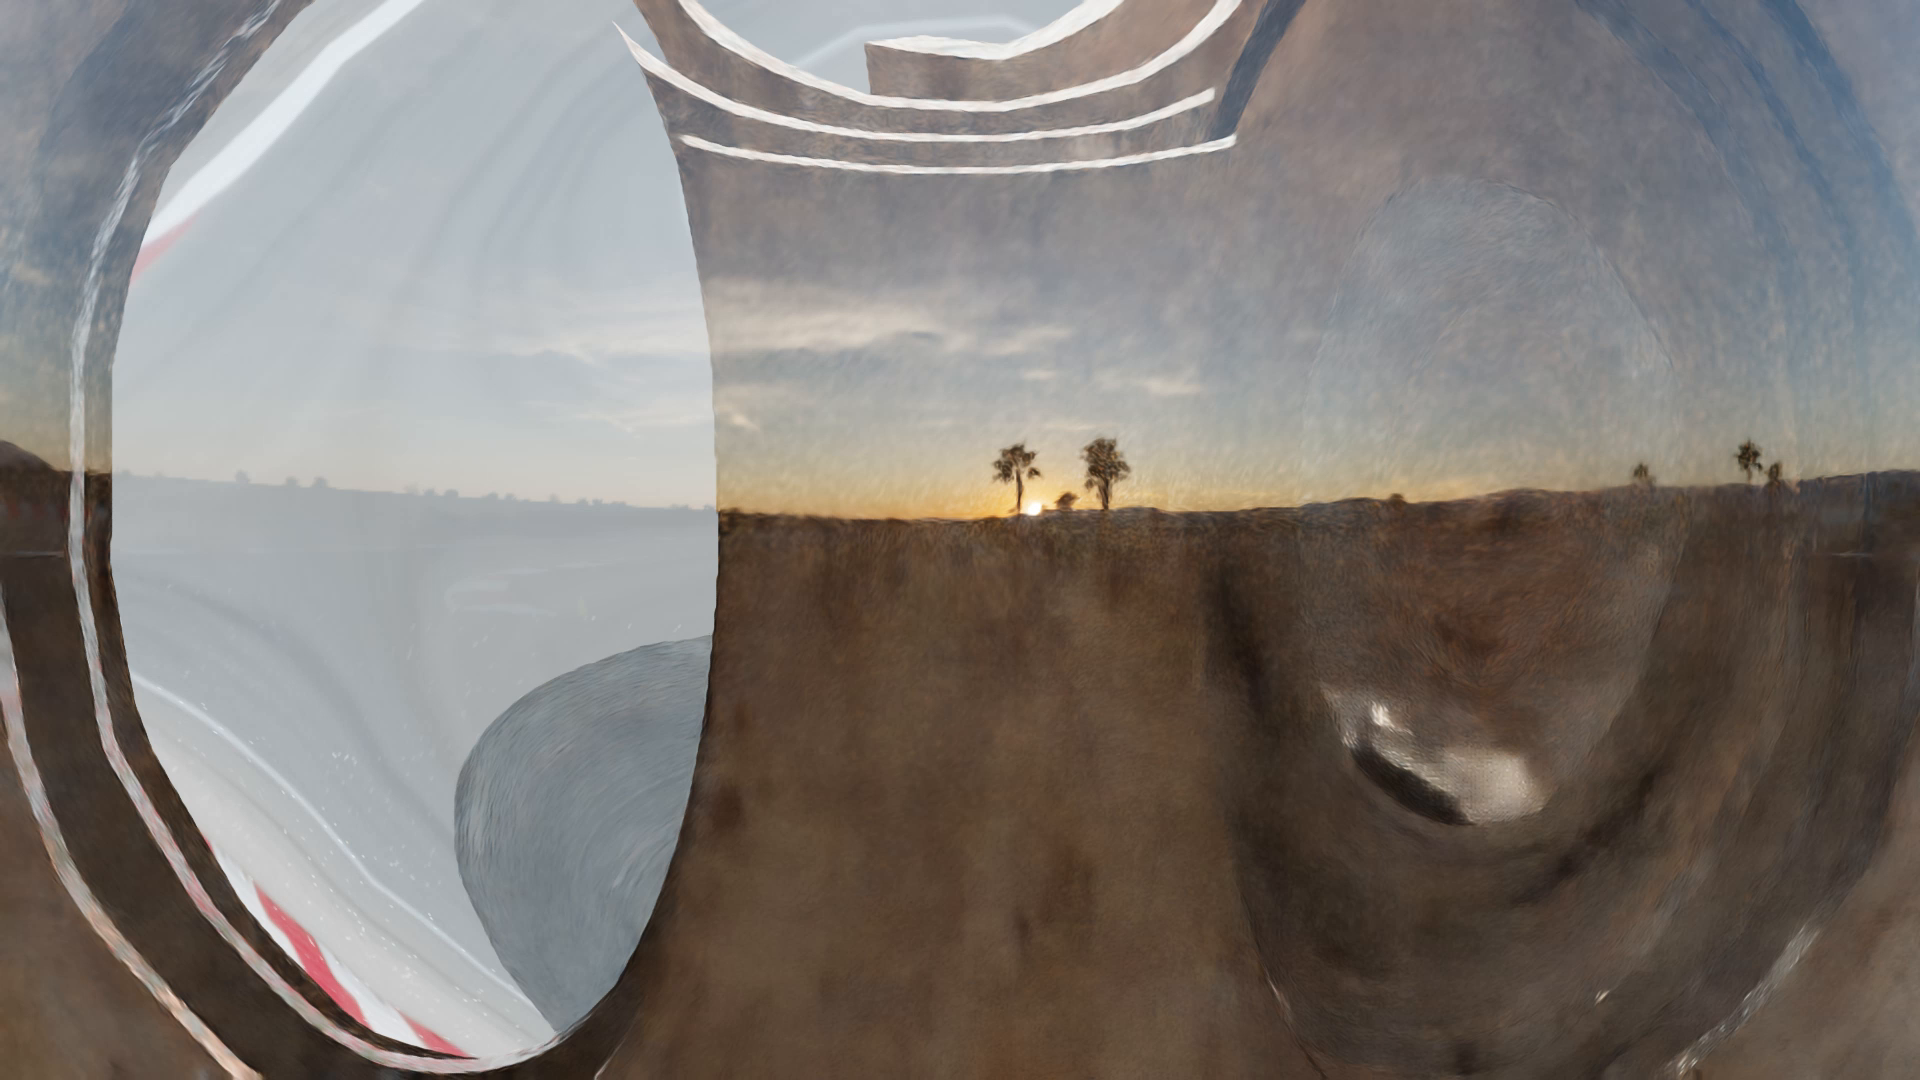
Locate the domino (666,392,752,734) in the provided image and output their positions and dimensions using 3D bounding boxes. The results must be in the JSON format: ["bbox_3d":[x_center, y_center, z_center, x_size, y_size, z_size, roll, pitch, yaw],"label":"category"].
[{"bbox_3d":[-0.039,0.003,0.199,0.010,0.050,0.025,0,4,-4],"label":"domino"}]

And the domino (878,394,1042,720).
[{"bbox_3d":[0.000,0.002,0.201,0.025,0.050,0.009,0,4,0],"label":"domino"}]

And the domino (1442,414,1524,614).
[{"bbox_3d":[0.134,-0.007,0.330,0.025,0.050,0.010,-4,6,-44],"label":"domino"}]

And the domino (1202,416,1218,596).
[{"bbox_3d":[0.068,-0.010,0.371,0.009,0.050,0.025,1,4,14],"label":"domino"}]

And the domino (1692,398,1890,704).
[{"bbox_3d":[0.143,0.001,0.222,0.010,0.050,0.025,-2,5,-30],"label":"domino"}]

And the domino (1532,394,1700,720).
[{"bbox_3d":[0.106,0.002,0.209,0.009,0.050,0.025,-1,4,-11],"label":"domino"}]

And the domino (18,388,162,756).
[{"bbox_3d":[-0.126,0.004,0.187,0.010,0.050,0.025,-2,5,-20],"label":"domino"}]

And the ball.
[{"bbox_3d":[0.000,-0.002,0.056,0.080,0.080,0.080,0,4,0],"label":"ball"}]

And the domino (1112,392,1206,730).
[{"bbox_3d":[0.031,0.002,0.202,0.010,0.050,0.025,0,4,-2],"label":"domino"}]

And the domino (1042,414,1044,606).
[{"bbox_3d":[0.009,-0.008,0.335,0.025,0.050,0.009,1,4,18],"label":"domino"}]

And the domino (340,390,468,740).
[{"bbox_3d":[-0.084,0.003,0.196,0.009,0.050,0.025,0,4,-6],"label":"domino"}]

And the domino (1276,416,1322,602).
[{"bbox_3d":[0.097,-0.009,0.359,0.009,0.050,0.025,2,5,30],"label":"domino"}]

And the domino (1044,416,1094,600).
[{"bbox_3d":[0.025,-0.010,0.362,0.009,0.050,0.025,-4,6,-40],"label":"domino"}]

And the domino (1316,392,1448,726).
[{"bbox_3d":[0.066,0.002,0.204,0.009,0.050,0.025,0,4,-6],"label":"domino"}]

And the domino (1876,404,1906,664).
[{"bbox_3d":[0.168,-0.001,0.253,0.025,0.050,0.009,1,4,11],"label":"domino"}]

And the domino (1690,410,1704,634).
[{"bbox_3d":[0.162,-0.004,0.290,0.025,0.050,0.009,-2,5,-24],"label":"domino"}]
